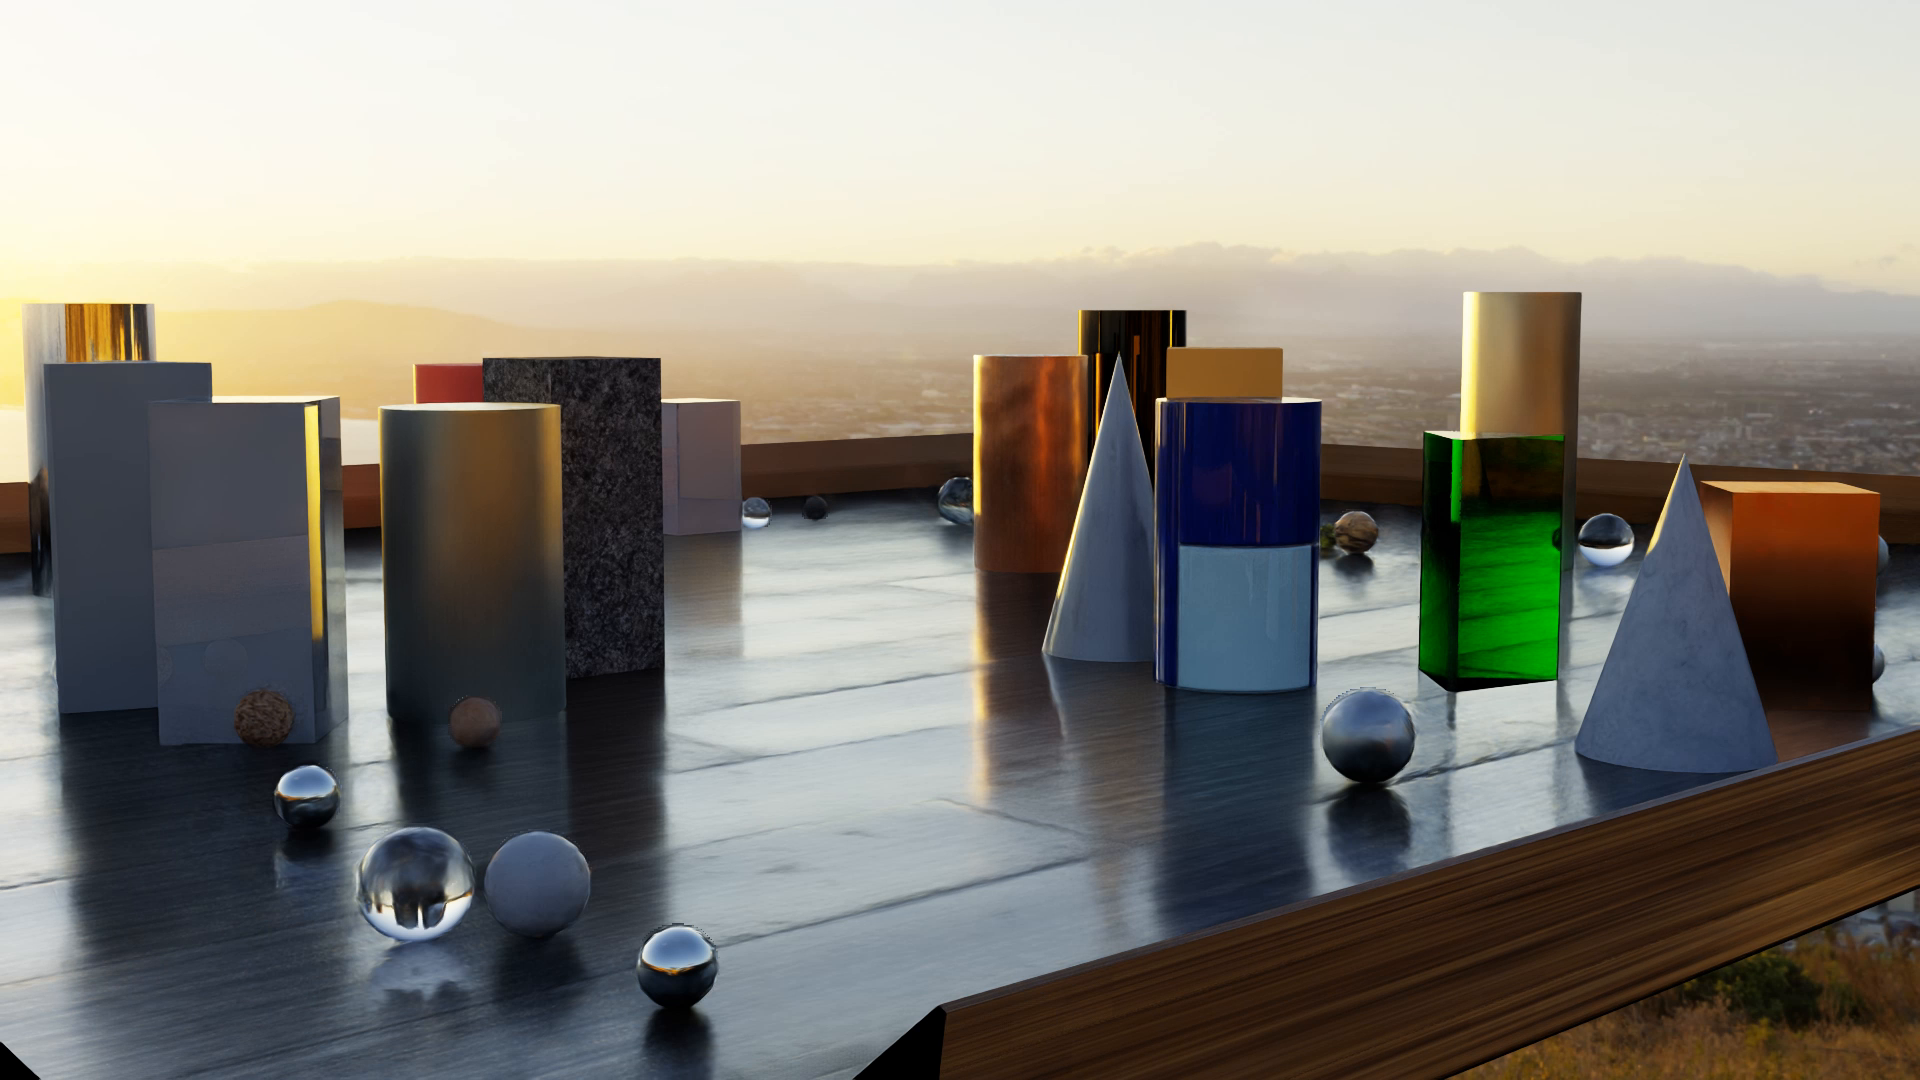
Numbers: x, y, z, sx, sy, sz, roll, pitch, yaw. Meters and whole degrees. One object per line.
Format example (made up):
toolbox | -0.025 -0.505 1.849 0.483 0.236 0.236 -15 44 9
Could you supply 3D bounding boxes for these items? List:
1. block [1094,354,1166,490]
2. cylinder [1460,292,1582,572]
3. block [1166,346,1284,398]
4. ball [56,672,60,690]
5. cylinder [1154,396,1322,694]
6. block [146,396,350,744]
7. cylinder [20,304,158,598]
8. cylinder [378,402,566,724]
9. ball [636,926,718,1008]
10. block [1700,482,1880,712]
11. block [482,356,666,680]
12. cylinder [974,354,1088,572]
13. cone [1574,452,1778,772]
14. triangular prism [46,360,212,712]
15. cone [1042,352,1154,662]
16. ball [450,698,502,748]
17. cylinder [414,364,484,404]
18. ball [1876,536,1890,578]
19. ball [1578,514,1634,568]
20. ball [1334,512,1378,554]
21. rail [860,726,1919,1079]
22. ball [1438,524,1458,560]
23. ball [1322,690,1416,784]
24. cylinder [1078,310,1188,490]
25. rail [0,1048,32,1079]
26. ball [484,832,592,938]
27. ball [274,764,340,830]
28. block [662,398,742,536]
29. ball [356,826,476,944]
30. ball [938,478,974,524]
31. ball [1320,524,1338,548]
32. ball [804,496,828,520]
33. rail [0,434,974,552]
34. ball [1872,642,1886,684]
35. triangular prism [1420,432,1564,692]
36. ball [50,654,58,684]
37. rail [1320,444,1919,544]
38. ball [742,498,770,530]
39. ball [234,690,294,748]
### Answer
block | 0.367 -0.181 4.280 0.158 0.359 0.158 -3 7 -26
cylinder | 0.970 -0.191 3.816 0.197 0.475 0.197 0 6 0
block | 0.370 -0.074 3.101 0.158 0.392 0.158 1 6 6
ball | -1.014 0.159 2.521 0.043 0.043 0.043 0 6 0
cylinder | 0.332 0.001 2.643 0.197 0.338 0.197 0 6 0
block | -0.749 0.027 2.327 0.158 0.352 0.158 0 6 -3
cylinder | -1.370 -0.146 3.479 0.197 0.455 0.197 0 6 0
cylinder | -0.542 0.020 2.452 0.197 0.339 0.197 0 6 0
ball | -0.181 0.274 1.408 0.052 0.052 0.052 0 6 0
block | 0.945 0.061 2.525 0.158 0.243 0.158 1 6 6
block | -0.482 -0.034 2.746 0.158 0.386 0.158 -5 8 -42
cylinder | 0.123 -0.137 3.824 0.197 0.367 0.197 0 6 0
cone | 0.722 0.063 2.208 0.197 0.304 0.197 0 6 0
triangular prism | -0.948 -0.011 2.521 0.171 0.386 0.148 -3 6 -23
cone | 0.206 -0.050 2.873 0.197 0.391 0.197 0 6 0
ball | -0.495 0.186 2.243 0.052 0.052 0.052 0 6 0
cylinder | -0.877 -0.141 3.955 0.197 0.348 0.197 0 6 0
ball | 1.482 0.026 3.617 0.086 0.086 0.086 0 6 0
ball | 1.123 0.001 3.823 0.093 0.093 0.093 0 6 0
ball | 0.726 -0.014 4.031 0.079 0.079 0.079 0 6 0
rail | 1.146 0.162 2.096 3.843 0.128 0.045 -5 8 -42
ball | 0.888 0.003 3.942 0.065 0.065 0.065 0 6 0
ball | 0.386 0.186 2.077 0.088 0.088 0.088 0 6 0
cylinder | 0.311 -0.194 3.992 0.197 0.445 0.197 0 6 0
rail | -1.395 0.167 2.052 0.045 0.128 3.428 -5 8 -42
ball | -0.301 0.245 1.567 0.075 0.075 0.075 0 6 0
ball | -0.562 0.221 1.892 0.055 0.055 0.055 0 6 0
block | -0.555 -0.151 4.460 0.158 0.263 0.158 -6 8 -43
ball | -0.385 0.243 1.554 0.082 0.082 0.082 0 6 0
ball | 0.002 -0.082 4.586 0.099 0.099 0.099 0 6 0
ball | 0.691 -0.008 4.133 0.047 0.047 0.047 0 6 0
ball | -0.307 -0.066 4.669 0.051 0.051 0.051 0 6 0
rail | -1.146 -0.096 4.568 3.843 0.128 0.045 -5 8 -42
ball | 1.062 0.144 2.600 0.061 0.061 0.061 0 6 0
triangular prism | 0.612 0.020 2.665 0.171 0.296 0.148 -3 7 -30
ball | -1.034 0.151 2.569 0.054 0.054 0.054 0 6 0
rail | 1.395 -0.100 4.612 0.045 0.128 3.428 -5 8 -42
ball | -0.419 -0.055 4.487 0.065 0.065 0.065 0 6 0
ball | -0.708 0.182 2.236 0.059 0.059 0.059 0 6 0
